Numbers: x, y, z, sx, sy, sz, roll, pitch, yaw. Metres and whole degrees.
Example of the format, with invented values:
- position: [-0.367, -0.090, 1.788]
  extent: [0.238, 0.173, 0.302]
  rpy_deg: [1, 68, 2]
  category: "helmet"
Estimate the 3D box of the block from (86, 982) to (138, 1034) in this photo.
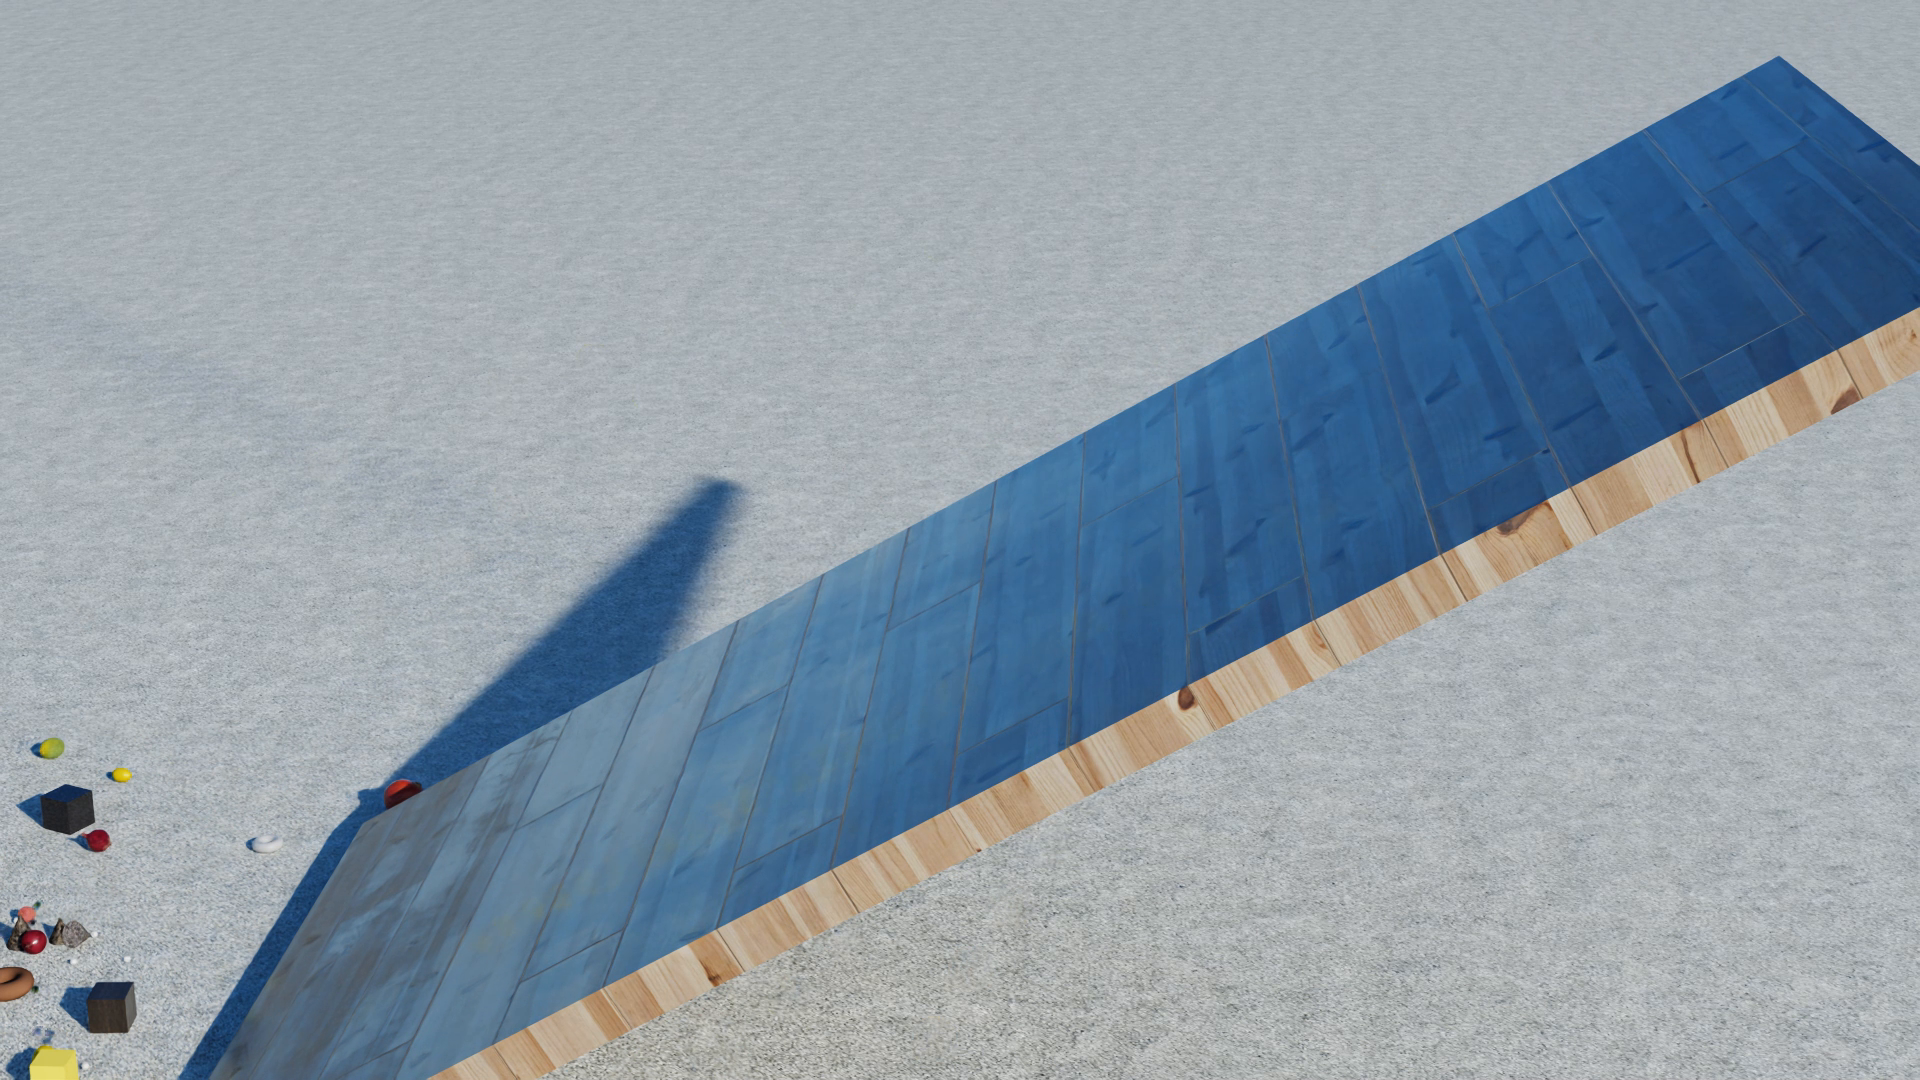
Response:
- position: [-1.949, 1.075, 6.762]
  extent: [0.087, 0.087, 0.087]
  rpy_deg: [-1, 19, -2]
  category: "block"

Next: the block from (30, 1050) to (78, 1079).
- position: [-1.995, 1.175, 6.480]
  extent: [0.077, 0.077, 0.077]
  rpy_deg: [1, 19, 2]
  category: "block"

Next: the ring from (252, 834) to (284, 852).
- position: [-1.810, 0.794, 7.688]
  extent: [0.081, 0.027, 0.081]
  rpy_deg: [-1, 18, 0]
  category: "ring"

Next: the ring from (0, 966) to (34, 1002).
- position: [-2.245, 1.045, 6.920]
  extent: [0.128, 0.043, 0.128]
  rpy_deg: [-1, 19, 0]
  category: "ring"

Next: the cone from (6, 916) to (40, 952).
- position: [-2.283, 0.946, 7.154]
  extent: [0.079, 0.079, 0.079]
  rpy_deg: [0, 19, 0]
  category: "cone"

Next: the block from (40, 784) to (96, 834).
- position: [-2.370, 0.716, 7.815]
  extent: [0.093, 0.093, 0.093]
  rpy_deg: [9, 21, 26]
  category: "block"

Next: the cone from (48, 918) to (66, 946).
- position: [-2.195, 0.948, 7.178]
  extent: [0.061, 0.061, 0.061]
  rpy_deg: [0, 19, 0]
  category: "cone"

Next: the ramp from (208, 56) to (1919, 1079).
- position: [0.142, 0.168, 6.285]
  extent: [4.000, 0.100, 2.000]
  rpy_deg: [-28, 15, 12]
  category: "ramp"
